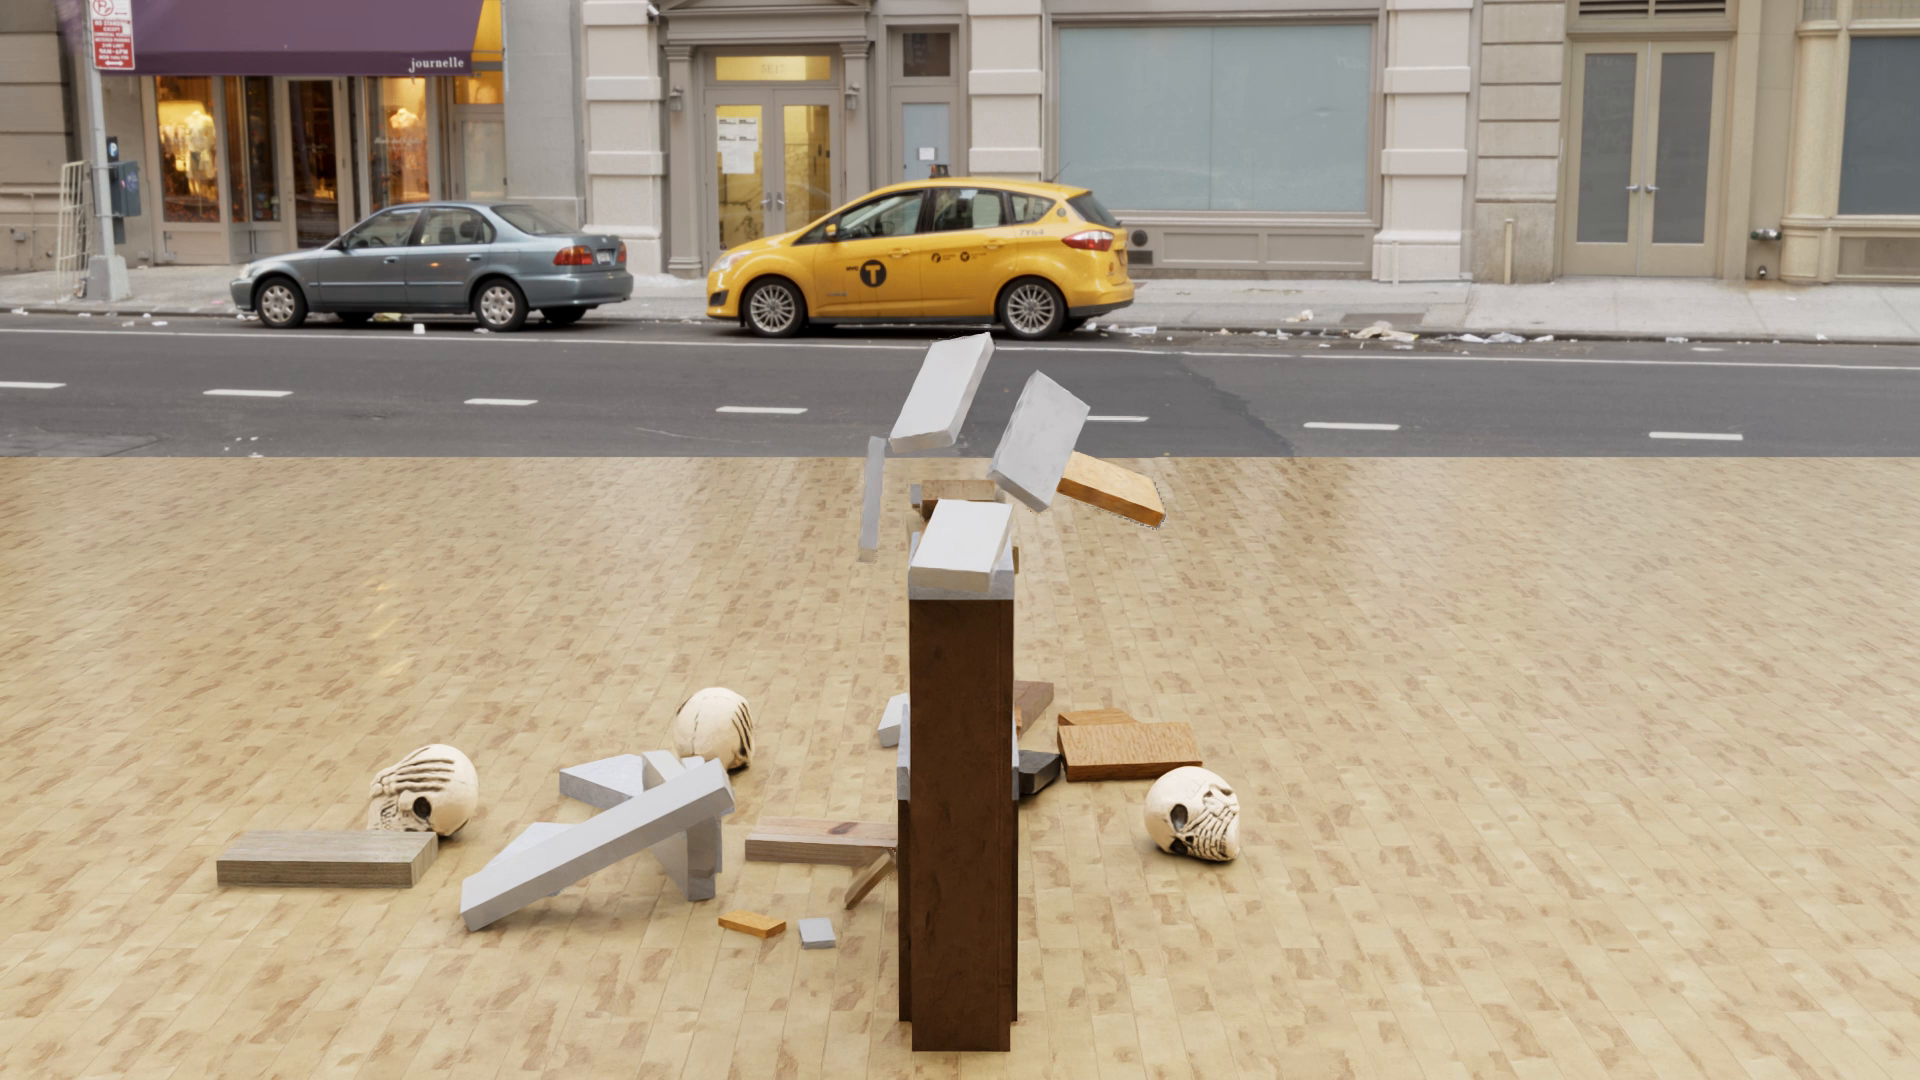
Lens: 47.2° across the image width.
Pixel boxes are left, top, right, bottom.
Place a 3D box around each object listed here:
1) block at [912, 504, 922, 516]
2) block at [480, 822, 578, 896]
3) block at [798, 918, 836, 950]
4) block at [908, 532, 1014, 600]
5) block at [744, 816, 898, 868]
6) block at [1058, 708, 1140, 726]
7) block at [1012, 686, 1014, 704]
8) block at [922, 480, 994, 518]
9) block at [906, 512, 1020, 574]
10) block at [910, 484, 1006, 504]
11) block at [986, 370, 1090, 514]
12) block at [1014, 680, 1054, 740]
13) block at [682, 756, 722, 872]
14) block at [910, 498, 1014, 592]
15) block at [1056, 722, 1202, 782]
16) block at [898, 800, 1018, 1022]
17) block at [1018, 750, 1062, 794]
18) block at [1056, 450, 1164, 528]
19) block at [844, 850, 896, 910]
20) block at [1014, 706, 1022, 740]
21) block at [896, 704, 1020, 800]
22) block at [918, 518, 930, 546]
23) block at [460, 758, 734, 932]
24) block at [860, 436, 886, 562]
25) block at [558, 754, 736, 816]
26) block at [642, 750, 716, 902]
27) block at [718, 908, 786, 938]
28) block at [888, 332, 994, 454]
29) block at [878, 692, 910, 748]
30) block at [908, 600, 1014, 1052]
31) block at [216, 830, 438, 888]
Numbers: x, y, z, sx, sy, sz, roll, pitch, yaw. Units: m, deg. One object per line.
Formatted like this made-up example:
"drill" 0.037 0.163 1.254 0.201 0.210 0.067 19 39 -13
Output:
"block" -0.024 -0.057 3.543 0.090 0.026 0.180 1 -3 4
"block" -0.715 0.548 3.793 0.132 0.037 0.264 2 11 9
"block" -0.226 0.621 3.465 0.050 0.014 0.100 -2 11 -10
"block" 0.001 0.032 2.954 0.136 0.039 0.272 0 11 0
"block" -0.232 0.532 3.878 0.267 0.038 0.134 2 11 9
"block" 0.313 0.405 4.560 0.135 0.038 0.271 -3 11 -17
"block" 0.008 0.263 3.470 0.152 0.443 0.043 0 10 0
"block" -0.002 -0.019 3.112 0.099 0.028 0.280 0 -20 0
"block" 0.000 0.004 3.524 0.152 0.043 0.304 -1 11 -6
"block" -0.001 -0.063 3.195 0.092 0.026 0.184 -1 -2 16
"block" 0.116 -0.146 3.239 0.099 0.198 0.028 34 -35 -15
"block" 0.068 0.389 4.647 0.135 0.038 0.611 3 11 14
"block" -0.457 0.483 3.885 0.037 0.132 0.264 -2 11 -13
"block" 0.004 0.005 2.811 0.099 0.028 0.198 4 27 9
"block" 0.335 0.419 4.367 0.267 0.038 0.134 -1 31 -7
"block" -0.003 0.517 3.135 0.170 0.339 0.048 0 11 0
"block" 0.104 0.443 4.244 0.134 0.038 0.267 5 4 13
"block" 0.218 -0.088 3.419 0.198 0.028 0.099 19 30 -22
"block" -0.147 0.557 3.608 0.014 0.105 0.050 43 6 -12
"block" 0.006 0.397 3.990 0.149 0.298 0.042 5 52 -11
"block" -0.003 0.305 3.211 0.170 0.048 0.339 0 11 0
"block" -0.004 0.000 2.943 0.099 0.028 0.198 0 11 0
"block" -0.587 0.490 3.560 0.462 0.037 0.132 -26 18 -3
"block" -0.138 -0.064 3.471 0.026 0.180 0.090 5 -14 -3
"block" -0.594 0.475 4.160 0.165 0.047 0.330 -10 15 -44
"block" -0.485 0.486 3.777 0.047 0.165 0.334 -3 11 -20
"block" -0.332 0.612 3.510 0.100 0.014 0.050 7 13 34
"block" -0.026 -0.233 3.449 0.099 0.028 0.288 -8 33 21
"block" -0.091 0.367 4.661 0.135 0.038 0.271 -16 9 7
"block" 0.002 0.386 2.963 0.136 0.659 0.039 0 17 0
"block" -1.082 0.547 3.774 0.330 0.047 0.165 0 11 2
